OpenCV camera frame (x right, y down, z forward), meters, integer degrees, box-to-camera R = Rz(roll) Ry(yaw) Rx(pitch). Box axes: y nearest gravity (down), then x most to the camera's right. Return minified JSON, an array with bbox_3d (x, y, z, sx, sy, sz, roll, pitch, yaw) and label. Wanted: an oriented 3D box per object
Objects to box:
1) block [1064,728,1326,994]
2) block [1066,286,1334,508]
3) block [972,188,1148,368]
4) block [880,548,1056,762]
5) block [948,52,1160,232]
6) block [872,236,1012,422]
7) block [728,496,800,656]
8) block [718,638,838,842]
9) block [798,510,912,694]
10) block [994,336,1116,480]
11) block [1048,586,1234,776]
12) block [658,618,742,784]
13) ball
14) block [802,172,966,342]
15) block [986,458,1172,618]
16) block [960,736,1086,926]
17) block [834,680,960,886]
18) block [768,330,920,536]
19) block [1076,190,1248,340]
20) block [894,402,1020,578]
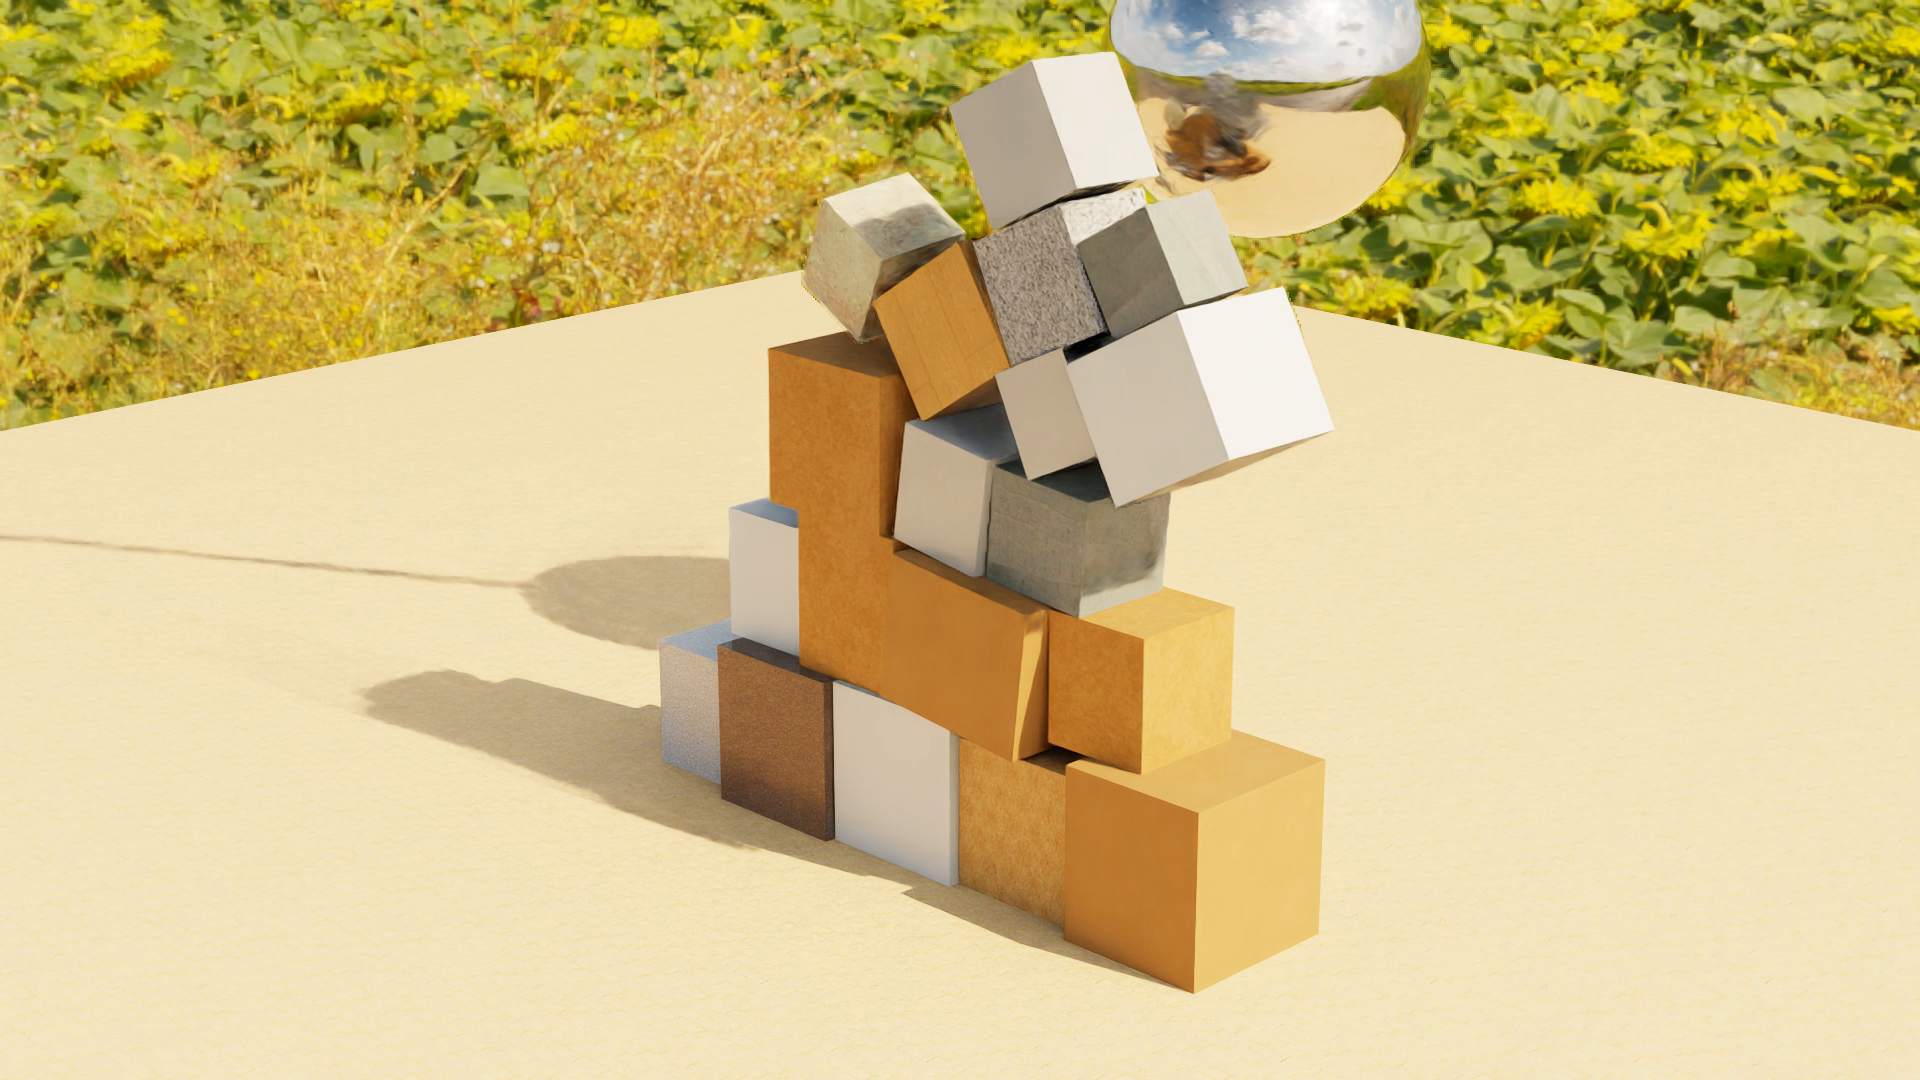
[{"bbox_3d":[1.012,1.345,12.698,0.836,0.820,0.747,-17,24,-42],"label":"block"},{"bbox_3d":[0.992,-0.591,12.144,0.660,0.630,0.695,-16,-5,-42],"label":"block"},{"bbox_3d":[0.499,-1.115,12.478,0.509,0.563,0.567,-16,-2,-42],"label":"block"},{"bbox_3d":[0.256,0.428,13.194,0.835,0.698,0.836,-17,30,-42],"label":"block"},{"bbox_3d":[0.398,-1.688,12.404,0.505,0.564,0.557,-22,-4,43],"label":"block"},{"bbox_3d":[0.111,-0.959,12.971,0.561,0.587,0.646,-16,-9,-42],"label":"block"},{"bbox_3d":[-0.713,0.149,14.154,0.555,0.638,0.567,-17,24,-42],"label":"block"},{"bbox_3d":[-0.608,0.876,14.230,0.823,0.795,0.754,-17,24,-42],"label":"block"},{"bbox_3d":[-0.300,0.226,13.702,0.649,0.763,0.632,-17,25,-42],"label":"block"},{"bbox_3d":[0.549,-0.584,12.557,0.534,0.477,0.438,-16,-2,-42],"label":"block"},{"bbox_3d":[0.785,0.586,12.724,0.543,0.611,0.587,17,24,42],"label":"block"},{"bbox_3d":[-1.084,0.804,14.710,0.601,0.646,0.577,-17,24,-42],"label":"block"},{"bbox_3d":[1.467,-2.264,14.168,1.600,1.600,1.600,0,17,0],"label":"ball"},{"bbox_3d":[-0.348,-1.285,13.304,0.484,0.498,0.443,-22,57,-34],"label":"block"},{"bbox_3d":[0.517,-0.048,12.772,0.533,0.524,0.559,-16,29,-42],"label":"block"},{"bbox_3d":[0.489,1.233,13.227,0.664,0.716,0.732,-17,24,-42],"label":"block"},{"bbox_3d":[-0.049,1.037,13.726,0.763,0.792,0.766,-17,24,-42],"label":"block"},{"bbox_3d":[-0.373,-0.524,13.581,0.706,0.737,0.745,-17,25,-42],"label":"block"},{"bbox_3d":[0.831,-1.132,12.070,0.401,0.431,0.441,-19,-3,-42],"label":"block"},{"bbox_3d":[0.123,-0.239,13.112,0.600,0.558,0.517,-16,32,-42],"label":"block"}]
